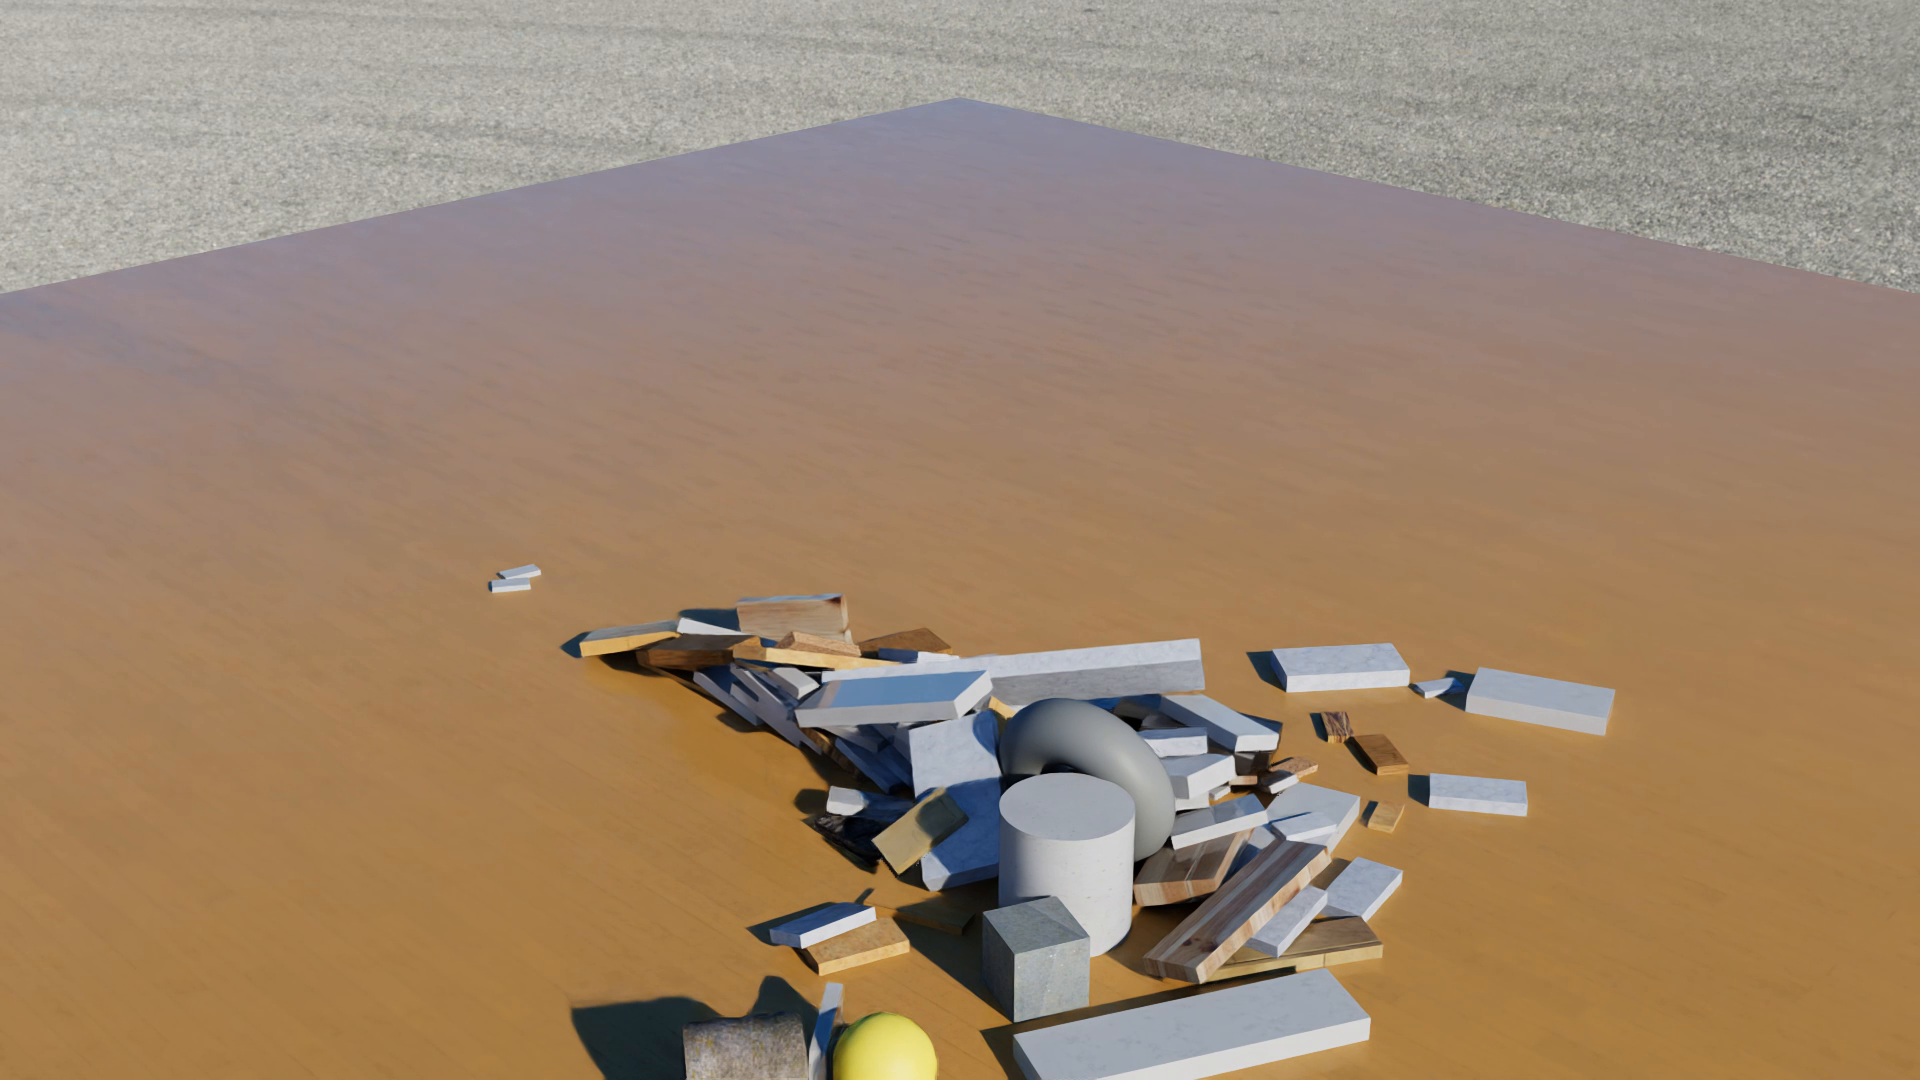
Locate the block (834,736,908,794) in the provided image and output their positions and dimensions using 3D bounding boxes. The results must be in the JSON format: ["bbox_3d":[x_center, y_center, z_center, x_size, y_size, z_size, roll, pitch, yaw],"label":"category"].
[{"bbox_3d":[-0.173,0.456,4.582,0.085,0.024,0.170,-21,49,-41],"label":"block"}]

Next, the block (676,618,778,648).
[{"bbox_3d":[-0.520,0.235,5.049,0.236,0.033,0.118,13,-14,15],"label":"block"}]

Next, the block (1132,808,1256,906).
[{"bbox_3d":[0.453,0.601,4.215,0.159,0.045,0.319,-8,16,23],"label":"block"}]

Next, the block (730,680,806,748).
[{"bbox_3d":[-0.383,0.363,4.795,0.224,0.032,0.112,35,38,30],"label":"block"}]

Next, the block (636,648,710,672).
[{"bbox_3d":[-0.625,0.260,5.002,0.112,0.032,0.224,-20,15,-42],"label":"block"}]

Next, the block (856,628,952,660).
[{"bbox_3d":[-0.161,0.269,5.080,0.258,0.037,0.129,-12,26,-27],"label":"block"}]

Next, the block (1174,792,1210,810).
[{"bbox_3d":[0.422,0.487,4.434,0.150,0.042,0.300,-7,7,6],"label":"block"}]

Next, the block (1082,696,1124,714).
[{"bbox_3d":[0.329,0.368,4.868,0.138,0.020,0.069,3,23,7],"label":"block"}]

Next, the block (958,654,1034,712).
[{"bbox_3d":[0.059,0.335,4.923,0.135,0.038,0.269,-7,24,-16],"label":"block"}]

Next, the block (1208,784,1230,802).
[{"bbox_3d":[0.501,0.506,4.548,0.106,0.015,0.053,20,30,39],"label":"block"}]

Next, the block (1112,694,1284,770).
[{"bbox_3d":[0.504,0.401,4.687,0.340,0.048,0.170,12,18,14],"label":"block"}]

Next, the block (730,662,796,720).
[{"bbox_3d":[-0.396,0.311,4.760,0.100,0.028,0.201,-19,43,-39],"label":"block"}]

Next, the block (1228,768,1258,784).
[{"bbox_3d":[0.583,0.487,4.532,0.060,0.017,0.121,-1,2,7],"label":"block"}]

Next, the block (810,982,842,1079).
[{"bbox_3d":[-0.223,0.835,3.669,0.027,0.097,0.194,4,23,4],"label":"block"}]

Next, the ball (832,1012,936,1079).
[{"bbox_3d":[-0.122,0.848,3.547,0.169,0.169,0.169,0,23,0],"label":"ball"}]

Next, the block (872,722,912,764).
[{"bbox_3d":[-0.053,0.425,4.554,0.269,0.038,0.135,43,39,19],"label":"block"}]

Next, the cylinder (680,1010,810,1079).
[{"bbox_3d":[-0.343,0.855,3.505,0.188,0.188,0.188,-4,23,-10],"label":"cylinder"}]

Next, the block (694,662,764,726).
[{"bbox_3d":[-0.479,0.333,4.891,0.112,0.032,0.224,-19,37,-40],"label":"block"}]

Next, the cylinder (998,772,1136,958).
[{"bbox_3d":[0.194,0.596,4.039,0.247,0.247,0.247,0,23,0],"label":"cylinder"}]

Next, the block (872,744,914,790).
[{"bbox_3d":[-0.095,0.467,4.556,0.170,0.024,0.085,38,40,28],"label":"block"}]

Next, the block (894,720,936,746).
[{"bbox_3d":[0.019,0.432,4.461,0.283,0.040,0.142,36,38,11],"label":"block"}]

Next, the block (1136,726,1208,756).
[{"bbox_3d":[0.369,0.409,4.413,0.249,0.035,0.125,-4,3,6],"label":"block"}]

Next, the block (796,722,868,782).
[{"bbox_3d":[-0.241,0.425,4.643,0.201,0.028,0.100,38,40,28],"label":"block"}]

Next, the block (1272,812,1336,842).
[{"bbox_3d":[0.673,0.562,4.306,0.113,0.016,0.057,-10,25,-22],"label":"block"}]

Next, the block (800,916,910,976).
[{"bbox_3d":[-0.191,0.736,3.993,0.177,0.025,0.089,-11,25,-24],"label":"block"}]

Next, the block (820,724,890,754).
[{"bbox_3d":[-0.217,0.387,4.595,0.170,0.024,0.085,22,32,27],"label":"block"}]

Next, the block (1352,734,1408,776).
[{"bbox_3d":[0.892,0.454,4.665,0.069,0.020,0.139,-5,23,-11],"label":"block"}]

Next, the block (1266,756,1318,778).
[{"bbox_3d":[0.696,0.482,4.608,0.099,0.014,0.050,-16,28,-33],"label":"block"}]

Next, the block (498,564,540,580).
[{"bbox_3d":[-1.110,0.084,5.546,0.093,0.013,0.046,-15,27,-31],"label":"block"}]

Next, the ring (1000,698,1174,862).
[{"bbox_3d":[0.242,0.467,4.225,0.378,0.378,0.126,16,44,33],"label":"ring"}]

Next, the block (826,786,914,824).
[{"bbox_3d":[-0.181,0.534,4.418,0.170,0.024,0.085,10,14,-2],"label":"block"}]

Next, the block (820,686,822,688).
[{"bbox_3d":[-0.332,0.325,4.796,0.095,0.048,0.014,31,37,27],"label":"block"}]

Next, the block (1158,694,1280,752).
[{"bbox_3d":[0.540,0.381,4.599,0.119,0.034,0.239,2,16,-38],"label":"block"}]

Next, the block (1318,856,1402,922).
[{"bbox_3d":[0.755,0.665,4.160,0.094,0.027,0.189,15,27,31],"label":"block"}]

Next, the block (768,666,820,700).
[{"bbox_3d":[-0.353,0.301,4.674,0.058,0.016,0.115,-16,32,-35],"label":"block"}]

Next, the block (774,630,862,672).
[{"bbox_3d":[-0.328,0.259,4.920,0.201,0.100,0.028,16,43,-44],"label":"block"}]

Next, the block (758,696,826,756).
[{"bbox_3d":[-0.330,0.381,4.729,0.201,0.028,0.100,34,38,30],"label":"block"}]
